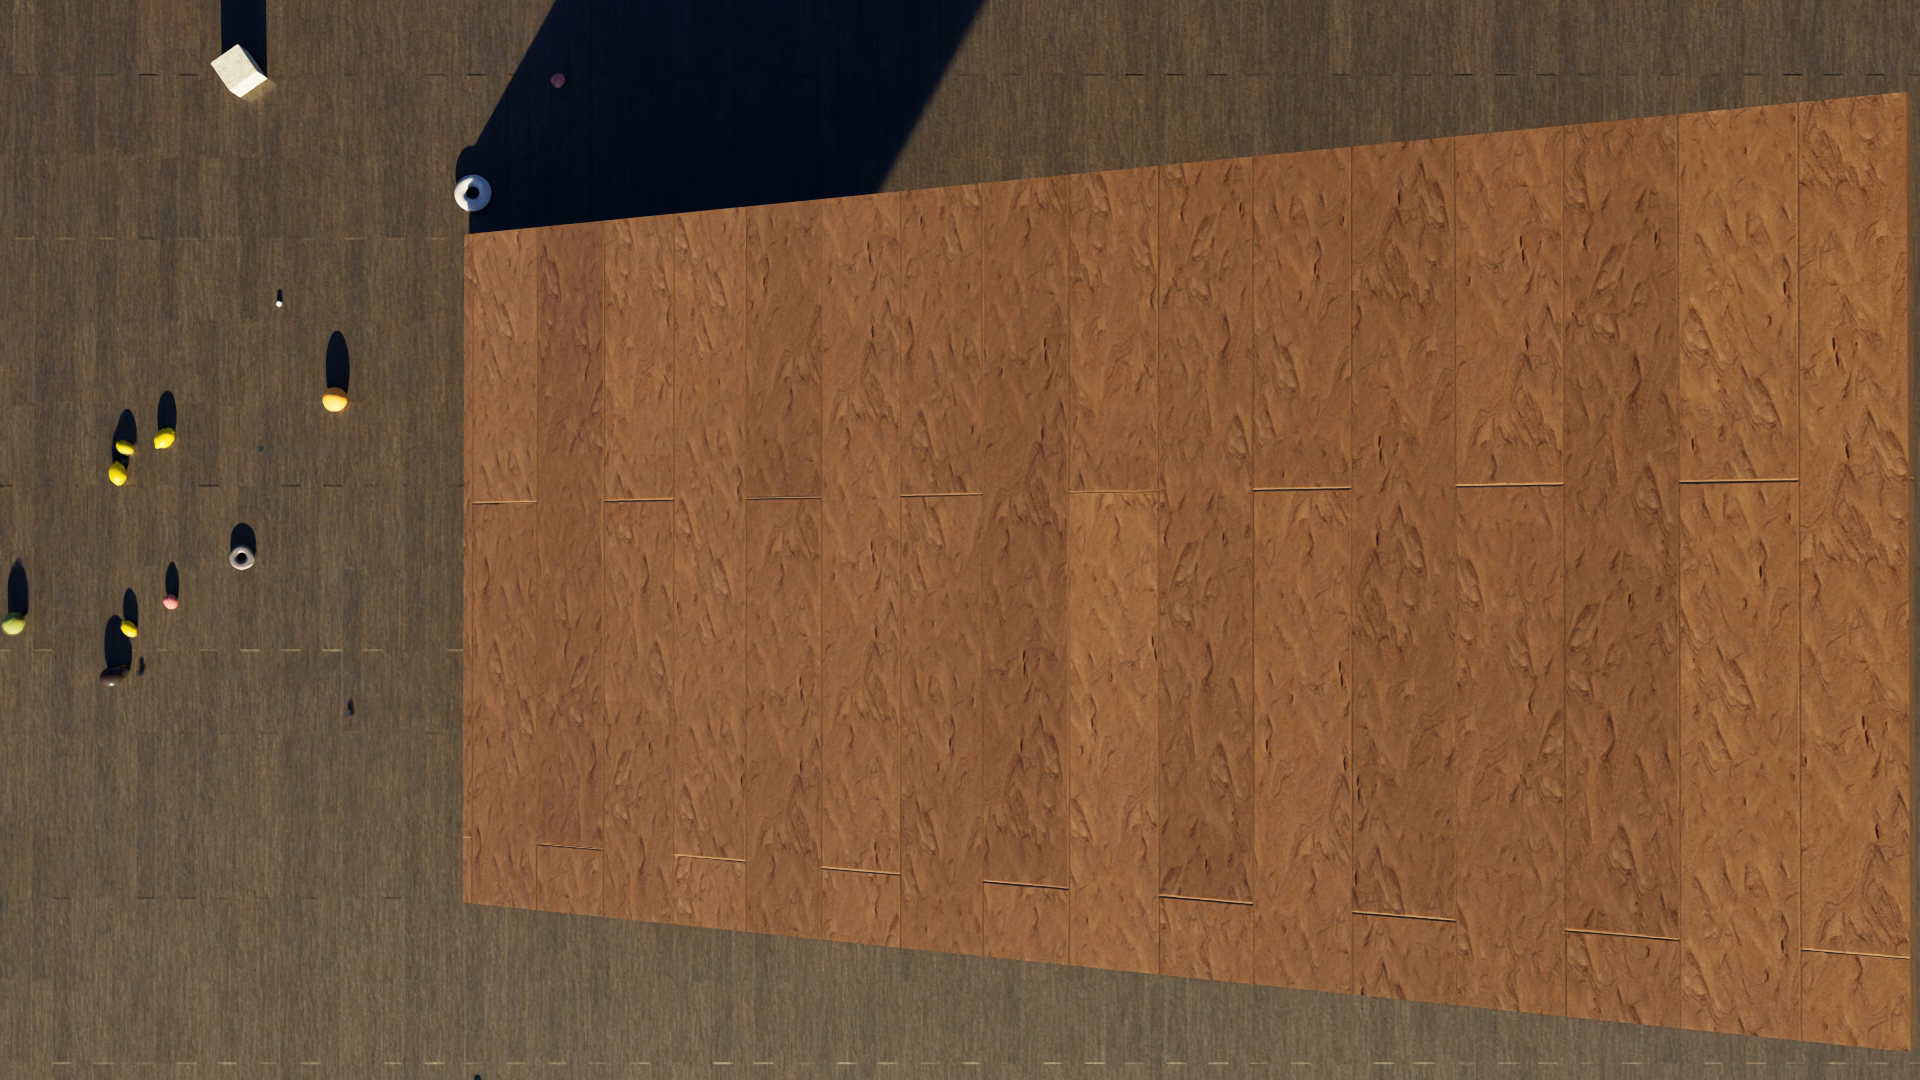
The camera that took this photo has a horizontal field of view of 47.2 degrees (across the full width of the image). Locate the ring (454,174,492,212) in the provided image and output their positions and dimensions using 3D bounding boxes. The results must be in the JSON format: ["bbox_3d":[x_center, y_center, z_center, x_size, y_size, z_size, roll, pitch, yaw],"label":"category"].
[{"bbox_3d":[-1.476,-1.052,6.663,0.112,0.037,0.112,0,89,-1],"label":"ring"}]

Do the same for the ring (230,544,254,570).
[{"bbox_3d":[-2.174,0.050,6.658,0.078,0.026,0.078,0,89,-1],"label":"ring"}]

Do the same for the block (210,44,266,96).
[{"bbox_3d":[-2.175,-1.416,6.635,0.099,0.099,0.099,-35,90,0],"label":"block"}]

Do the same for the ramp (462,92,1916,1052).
[{"bbox_3d":[0.270,0.075,5.626,4.000,0.100,2.000,0,89,30],"label":"ramp"}]
